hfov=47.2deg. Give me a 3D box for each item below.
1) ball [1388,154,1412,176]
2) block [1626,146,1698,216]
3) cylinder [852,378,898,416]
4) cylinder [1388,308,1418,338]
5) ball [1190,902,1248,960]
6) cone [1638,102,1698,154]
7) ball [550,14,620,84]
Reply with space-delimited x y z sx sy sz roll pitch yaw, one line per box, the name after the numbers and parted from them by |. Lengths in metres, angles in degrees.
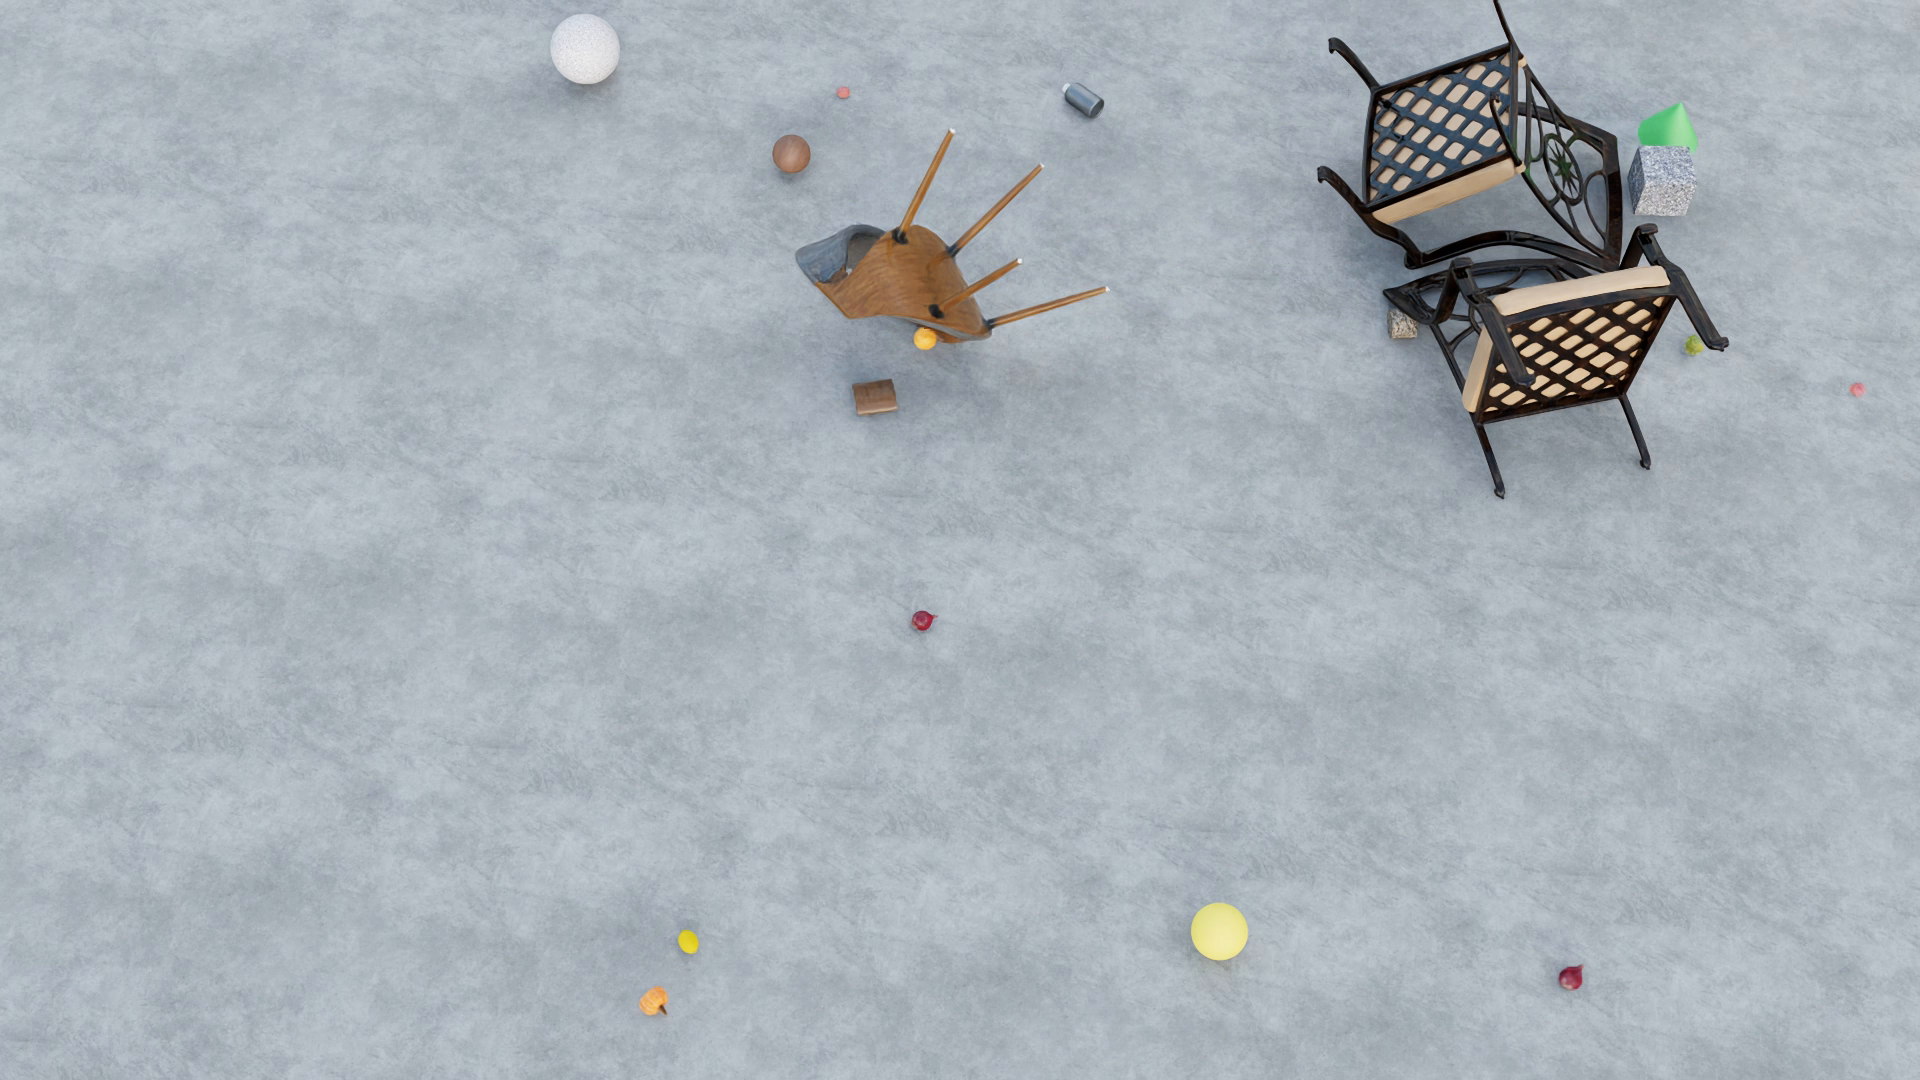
1.475 -1.256 7.372 0.074 0.074 0.074 0 56 0 | ball
2.323 -1.190 7.281 0.167 0.151 0.170 1 56 1 | block
-0.265 -0.445 6.844 0.125 0.048 0.122 -8 56 -6 | cylinder
1.407 -0.688 6.991 0.081 0.074 0.099 -1 61 -1 | cylinder
0.683 1.031 5.792 0.150 0.150 0.150 0 56 0 | ball
2.412 -1.419 7.424 0.198 0.170 0.213 -16 58 -10 | cone
-1.288 -1.688 7.564 0.238 0.238 0.238 0 56 0 | ball
